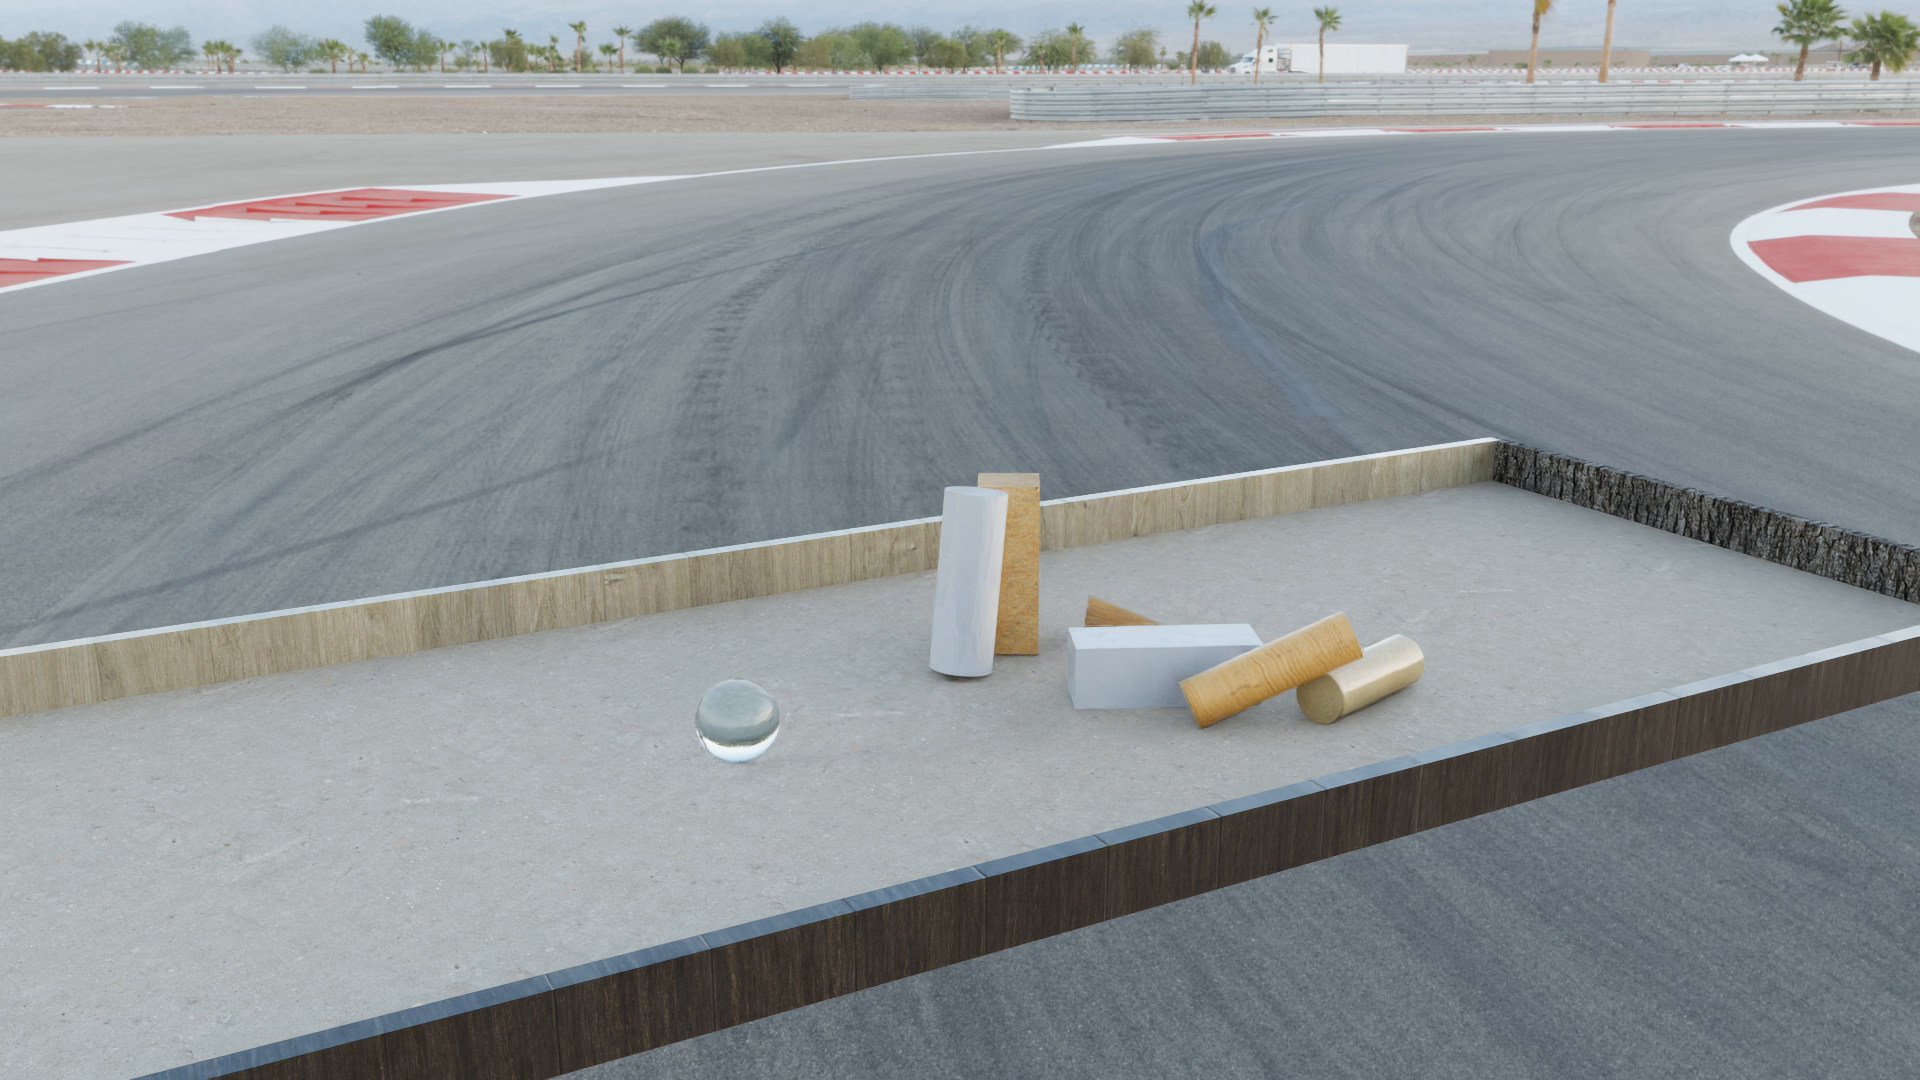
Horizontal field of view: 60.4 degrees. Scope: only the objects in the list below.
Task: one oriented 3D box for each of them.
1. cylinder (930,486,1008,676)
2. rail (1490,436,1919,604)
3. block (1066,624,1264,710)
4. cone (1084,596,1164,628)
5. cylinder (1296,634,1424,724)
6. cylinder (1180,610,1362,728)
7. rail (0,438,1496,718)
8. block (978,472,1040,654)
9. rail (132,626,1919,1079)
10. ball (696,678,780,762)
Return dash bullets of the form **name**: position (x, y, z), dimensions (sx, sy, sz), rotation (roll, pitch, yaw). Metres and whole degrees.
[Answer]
- **cylinder**: position (0.022, 0.102, 4.163), dimensions (0.161, 0.457, 0.161), rotation (5, 9, -1)
- **rail**: position (2.466, -0.048, 5.253), dimensions (0.050, 0.150, 2.100), rotation (-9, 18, -27)
- **block**: position (0.497, 0.308, 4.034), dimensions (0.452, 0.154, 0.154), rotation (-1, 16, -4)
- **cone**: position (0.515, 0.248, 4.400), dimensions (0.367, 0.124, 0.124), rotation (12, 18, 5)
- **cylinder**: position (0.971, 0.333, 3.989), dimensions (0.356, 0.130, 0.130), rotation (-15, 22, -42)
- **cylinder**: position (0.722, 0.301, 3.838), dimensions (0.409, 0.116, 0.116), rotation (-24, 16, 5)
- **rail**: position (-3.305, 0.497, 3.399), dimensions (12.000, 0.150, 0.050), rotation (-9, 18, -27)
- **block**: position (0.127, 0.061, 4.342), dimensions (0.160, 0.450, 0.160), rotation (0, 15, 2)
- **rail**: position (-2.336, 1.006, 1.665), dimensions (12.000, 0.150, 0.050), rotation (-9, 18, -27)
- **ball**: position (-0.494, 0.400, 3.662), dimensions (0.186, 0.186, 0.186), rotation (0, 16, 0)
